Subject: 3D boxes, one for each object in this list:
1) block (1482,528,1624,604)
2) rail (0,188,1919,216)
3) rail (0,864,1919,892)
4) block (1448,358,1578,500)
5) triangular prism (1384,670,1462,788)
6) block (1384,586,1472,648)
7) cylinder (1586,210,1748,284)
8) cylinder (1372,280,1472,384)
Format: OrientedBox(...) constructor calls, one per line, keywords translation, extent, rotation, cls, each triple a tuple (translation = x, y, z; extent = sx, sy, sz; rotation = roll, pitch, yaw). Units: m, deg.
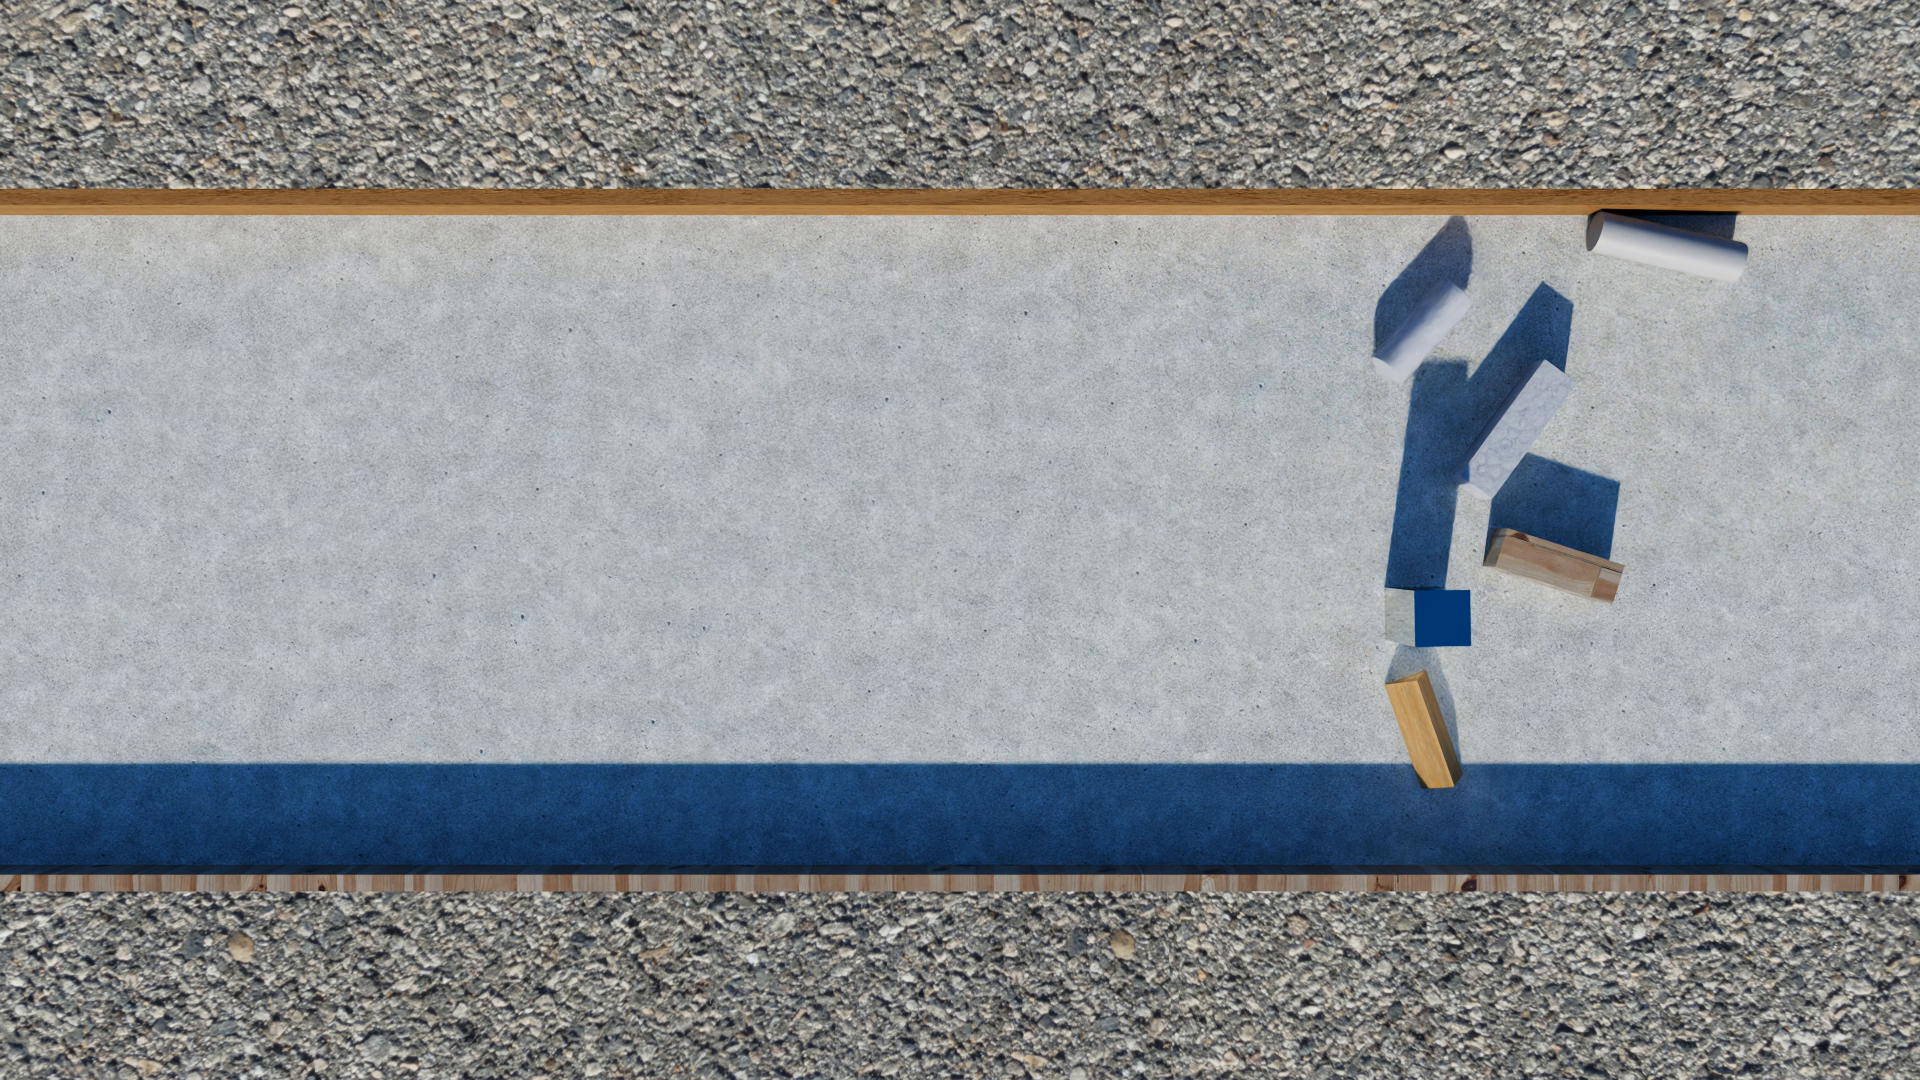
OrientedBox(translation=(1.803, 0.078, 5.015), extent=(0.370, 0.122, 0.122), rotation=(18, 90, 0), cls="block")
OrientedBox(translation=(-2.247, -1.025, 5.002), extent=(12.000, 0.150, 0.050), rotation=(0, 90, 0), cls="rail")
OrientedBox(translation=(-2.247, 1.025, 5.001), extent=(12.000, 0.150, 0.050), rotation=(0, 90, 0), cls="rail")
OrientedBox(translation=(1.678, -0.334, 5.016), extent=(0.122, 0.122, 0.433), rotation=(36, 90, 0), cls="block")
OrientedBox(translation=(1.426, 0.582, 5.016), extent=(0.133, 0.115, 0.338), rotation=(-19, 90, 0), cls="triangular prism")
OrientedBox(translation=(1.389, 0.226, 4.910), extent=(0.162, 0.332, 0.162), rotation=(-1, 90, 0), cls="block")
OrientedBox(translation=(2.147, -0.891, 5.014), extent=(0.445, 0.125, 0.125), rotation=(13, 90, 0), cls="cylinder")
OrientedBox(translation=(1.406, -0.632, 5.016), extent=(0.121, 0.121, 0.315), rotation=(42, 90, 0), cls="cylinder")
